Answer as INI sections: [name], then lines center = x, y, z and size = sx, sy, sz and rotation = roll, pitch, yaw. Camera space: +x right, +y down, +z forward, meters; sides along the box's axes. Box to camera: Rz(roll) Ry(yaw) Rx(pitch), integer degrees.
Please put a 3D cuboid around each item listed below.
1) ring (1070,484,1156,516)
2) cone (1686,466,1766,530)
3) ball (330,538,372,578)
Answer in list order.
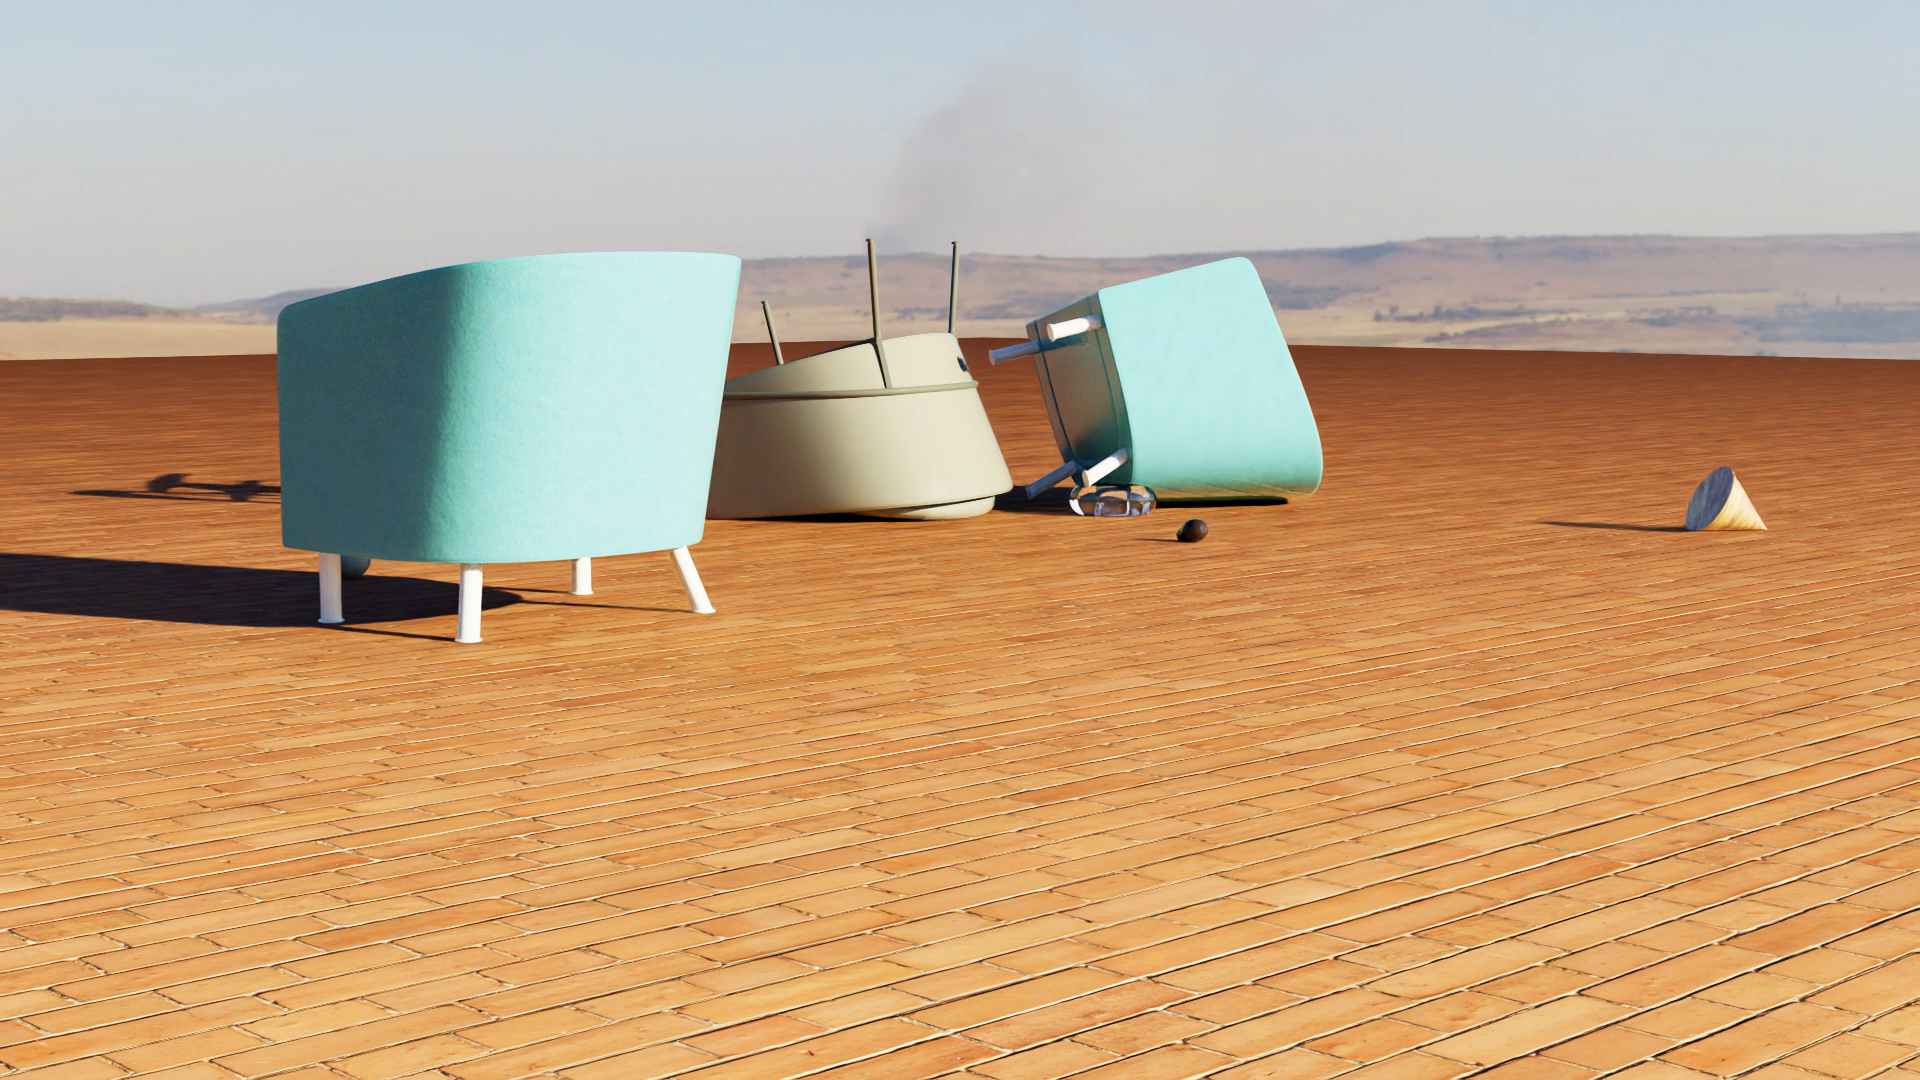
[ring]
center = 0.422, -0.110, 7.066
size = 0.240, 0.085, 0.123
rotation = 1, 6, 1
[cone]
center = 2.018, -0.067, 6.652
size = 0.184, 0.186, 0.192
rotation = 27, -24, -12
[ball]
center = -1.330, 0.040, 5.600
size = 0.087, 0.087, 0.087
rotation = 0, 6, 0
